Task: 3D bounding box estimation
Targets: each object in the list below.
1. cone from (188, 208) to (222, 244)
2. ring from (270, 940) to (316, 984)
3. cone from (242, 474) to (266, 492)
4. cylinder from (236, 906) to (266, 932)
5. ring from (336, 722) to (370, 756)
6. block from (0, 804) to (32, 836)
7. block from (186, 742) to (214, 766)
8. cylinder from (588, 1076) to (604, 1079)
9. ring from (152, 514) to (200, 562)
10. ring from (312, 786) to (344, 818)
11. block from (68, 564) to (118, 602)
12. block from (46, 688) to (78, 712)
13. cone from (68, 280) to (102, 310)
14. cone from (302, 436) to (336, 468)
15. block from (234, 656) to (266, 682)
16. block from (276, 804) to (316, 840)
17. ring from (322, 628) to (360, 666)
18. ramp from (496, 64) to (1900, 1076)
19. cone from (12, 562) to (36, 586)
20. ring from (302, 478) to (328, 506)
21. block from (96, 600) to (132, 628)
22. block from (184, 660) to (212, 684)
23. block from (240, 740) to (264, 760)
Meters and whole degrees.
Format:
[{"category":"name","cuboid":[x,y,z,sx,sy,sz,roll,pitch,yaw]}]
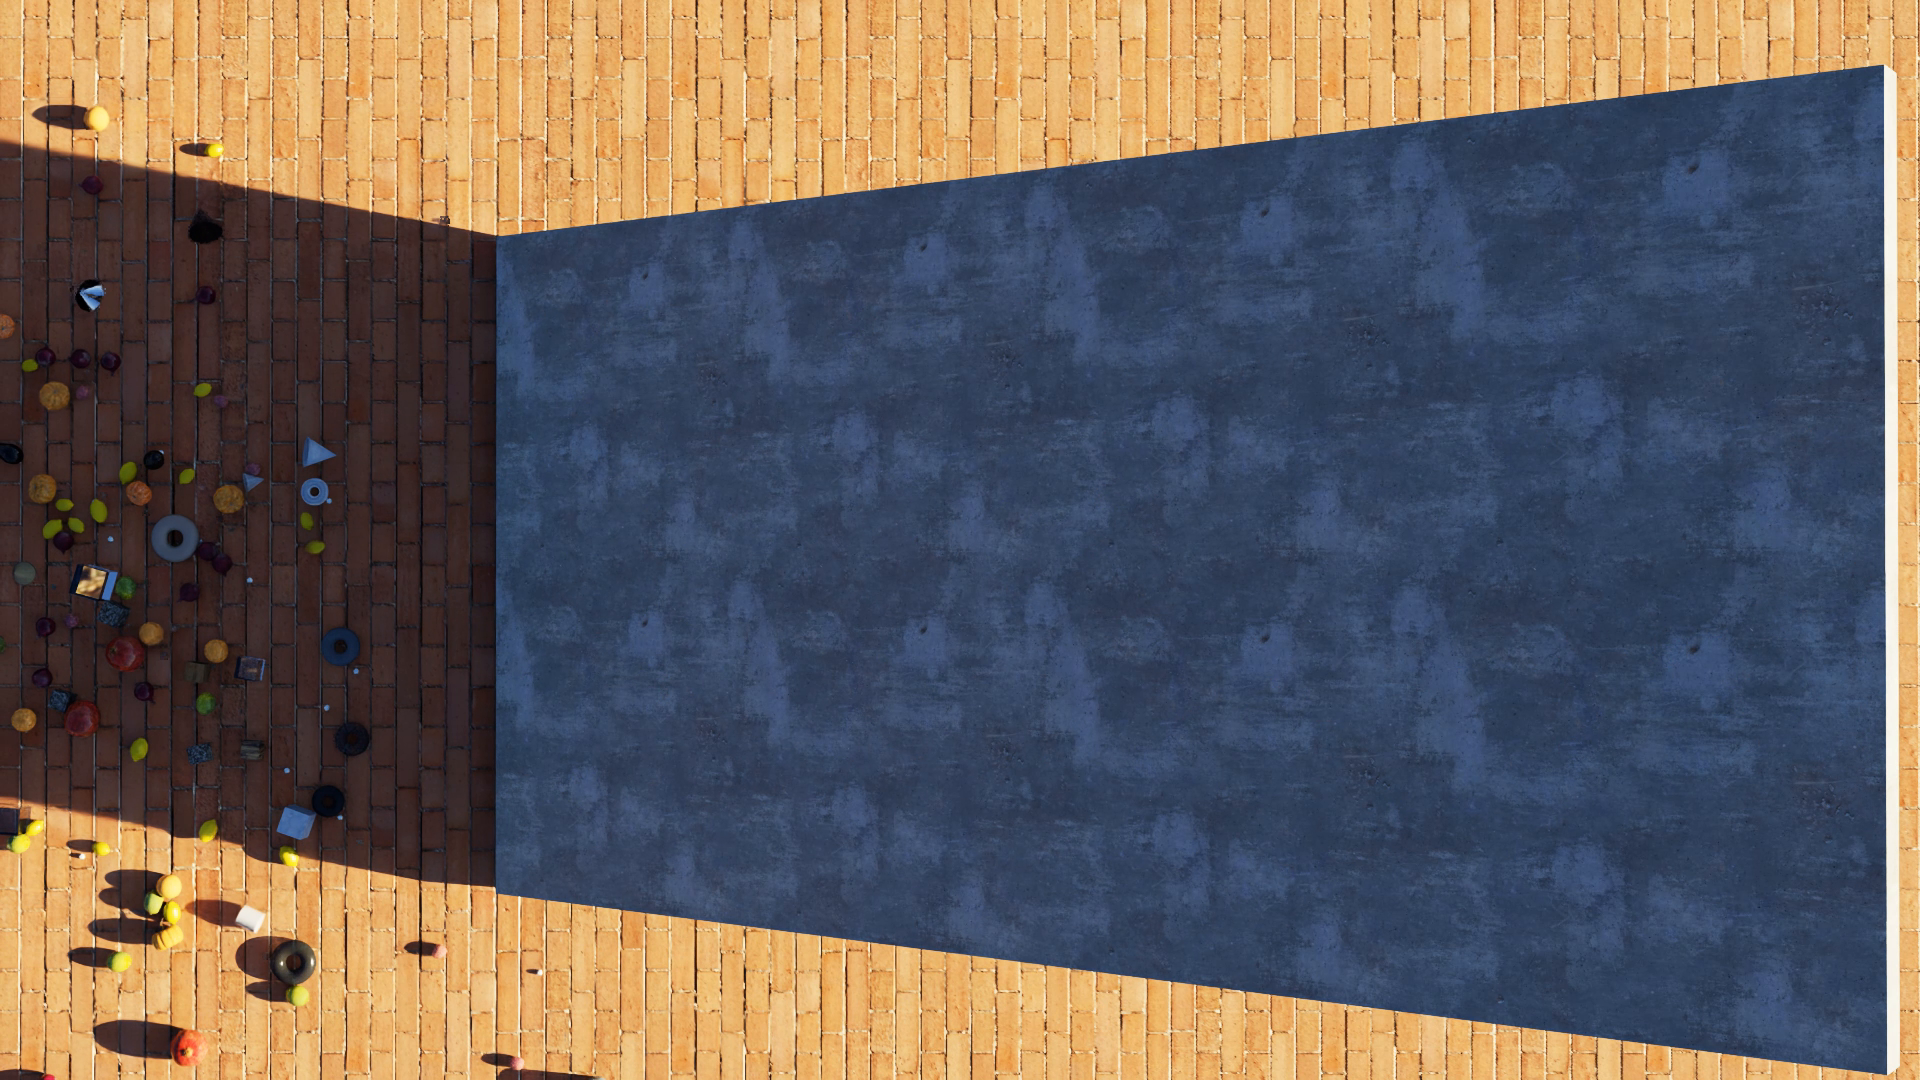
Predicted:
[{"category":"cone","cuboid":[-2.327,-0.982,6.758,0.098,0.098,0.098,-20,63,0]},{"category":"ring","cuboid":[-2.043,1.294,6.740,0.139,0.046,0.139,0,88,-1]},{"category":"cone","cuboid":[-2.167,-0.182,6.761,0.060,0.060,0.060,-13,90,-27]},{"category":"cylinder","cuboid":[-2.173,1.160,6.733,0.063,0.063,0.063,26,90,0]},{"category":"ring","cuboid":[-1.866,0.611,6.751,0.105,0.035,0.105,0,90,1]},{"category":"block","cuboid":[-2.901,0.856,6.726,0.082,0.082,0.082,5,90,0]},{"category":"block","cuboid":[-2.330,0.655,6.741,0.055,0.055,0.055,-13,90,0]},{"category":"cylinder","cuboid":[-1.117,1.694,6.715,0.090,0.090,0.090,0,90,0]},{"category":"ring","cuboid":[-2.408,-0.005,6.749,0.148,0.049,0.148,0,91,-1]},{"category":"ring","cuboid":[-1.940,0.802,6.751,0.100,0.033,0.100,0,91,0]},{"category":"block","cuboid":[-2.650,0.130,6.726,0.092,0.092,0.092,16,90,0]},{"category":"block","cuboid":[-2.752,0.492,6.741,0.056,0.056,0.056,18,90,0]},{"category":"cone","cuboid":[-2.708,-0.763,6.757,0.098,0.098,0.098,18,90,27]},{"category":"cone","cuboid":[-1.961,-0.265,6.754,0.094,0.094,0.094,6,90,-27]},{"category":"block","cuboid":[-2.177,0.394,6.737,0.065,0.065,0.065,10,90,0]},{"category":"block","cuboid":[-2.029,0.863,6.727,0.079,0.079,0.079,20,90,0]},{"category":"ring","cuboid":[-1.901,0.328,6.751,0.120,0.040,0.120,0,88,0]},{"category":"ramp","cuboid":[0.239,0.066,5.561,4.000,0.100,2.000,0,89,36]},{"category":"cone","cuboid":[-2.882,0.102,6.735,0.074,0.074,0.074,0,90,0]},{"category":"ring","cuboid":[-1.984,-0.148,6.760,0.085,0.028,0.085,0,91,-1]},{"category":"block","cuboid":[-2.594,0.227,6.739,0.064,0.064,0.064,25,90,0]},{"category":"block","cuboid":[-2.337,0.405,6.741,0.058,0.058,0.058,9,90,0]},{"category":"block","cuboid":[-2.168,0.642,6.741,0.055,0.055,0.055,3,90,0]}]
